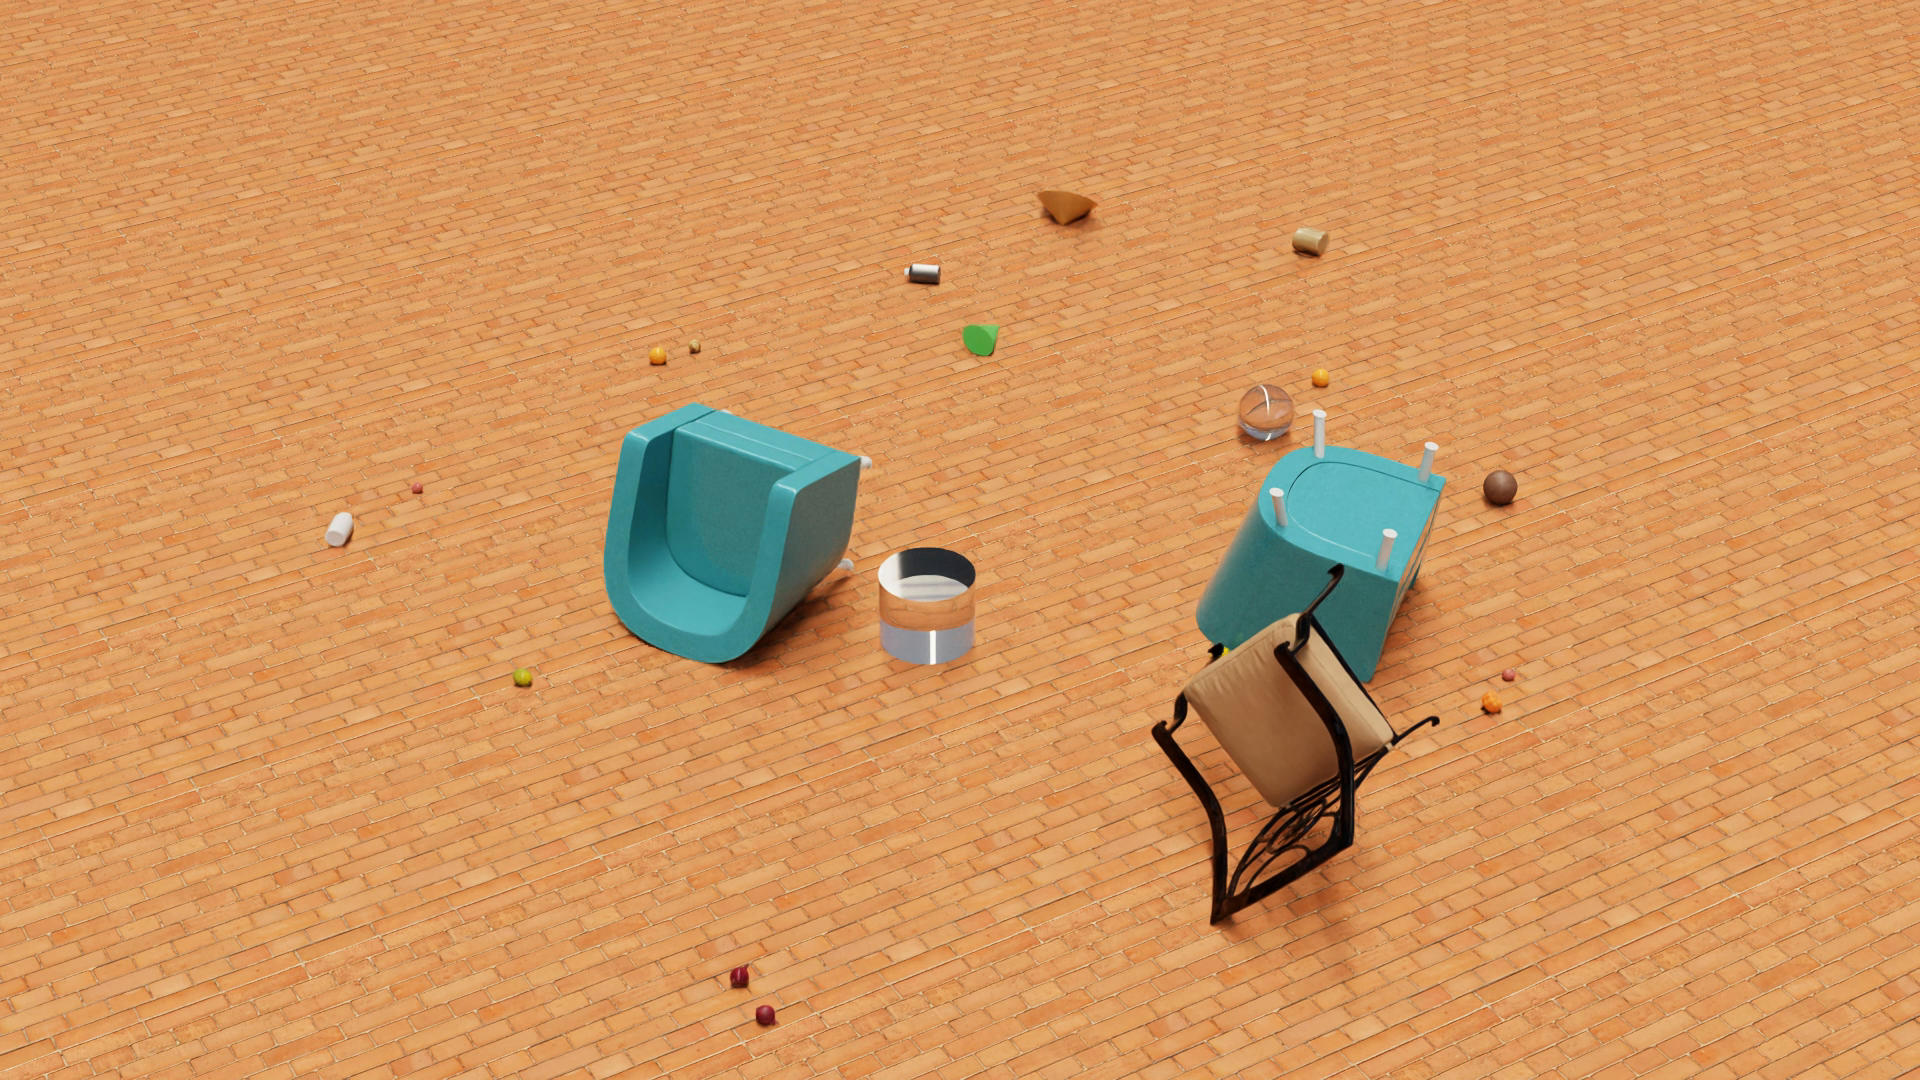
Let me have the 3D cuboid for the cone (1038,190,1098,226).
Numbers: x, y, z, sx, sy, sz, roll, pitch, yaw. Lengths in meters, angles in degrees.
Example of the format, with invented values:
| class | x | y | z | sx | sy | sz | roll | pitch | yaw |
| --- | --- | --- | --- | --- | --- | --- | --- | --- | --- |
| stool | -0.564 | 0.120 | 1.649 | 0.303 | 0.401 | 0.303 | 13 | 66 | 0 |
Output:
| class | x | y | z | sx | sy | sz | roll | pitch | yaw |
| --- | --- | --- | --- | --- | --- | --- | --- | --- | --- |
| cone | 0.468 | -1.454 | 13.072 | 0.275 | 0.123 | 0.247 | 9 | -10 | 7 |

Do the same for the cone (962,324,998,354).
| class | x | y | z | sx | sy | sz | roll | pitch | yaw |
| --- | --- | --- | --- | --- | --- | --- | --- | --- | --- |
| cone | 0.119 | -0.864 | 12.199 | 0.151 | 0.113 | 0.268 | 40 | 24 | 4 |

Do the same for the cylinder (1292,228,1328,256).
| class | x | y | z | sx | sy | sz | roll | pitch | yaw |
| --- | --- | --- | --- | --- | --- | --- | --- | --- | --- |
| cylinder | 1.535 | -1.309 | 12.843 | 0.119 | 0.095 | 0.128 | 18 | 26 | 25 |

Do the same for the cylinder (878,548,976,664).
| class | x | y | z | sx | sy | sz | roll | pitch | yaw |
| --- | --- | --- | --- | --- | --- | --- | --- | --- | --- |
| cylinder | -0.116 | 0.231 | 10.351 | 0.343 | 0.267 | 0.343 | 11 | 35 | 17 |

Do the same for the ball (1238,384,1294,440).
| class | x | y | z | sx | sy | sz | roll | pitch | yaw |
| --- | --- | --- | --- | --- | --- | --- | --- | --- | --- |
| ball | 1.201 | -0.501 | 11.504 | 0.222 | 0.222 | 0.222 | 0 | 33 | 0 |

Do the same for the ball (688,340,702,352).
| class | x | y | z | sx | sy | sz | roll | pitch | yaw |
| --- | --- | --- | --- | --- | --- | --- | --- | --- | --- |
| ball | -1.096 | -0.803 | 12.114 | 0.053 | 0.053 | 0.053 | 0 | 33 | 0 |
